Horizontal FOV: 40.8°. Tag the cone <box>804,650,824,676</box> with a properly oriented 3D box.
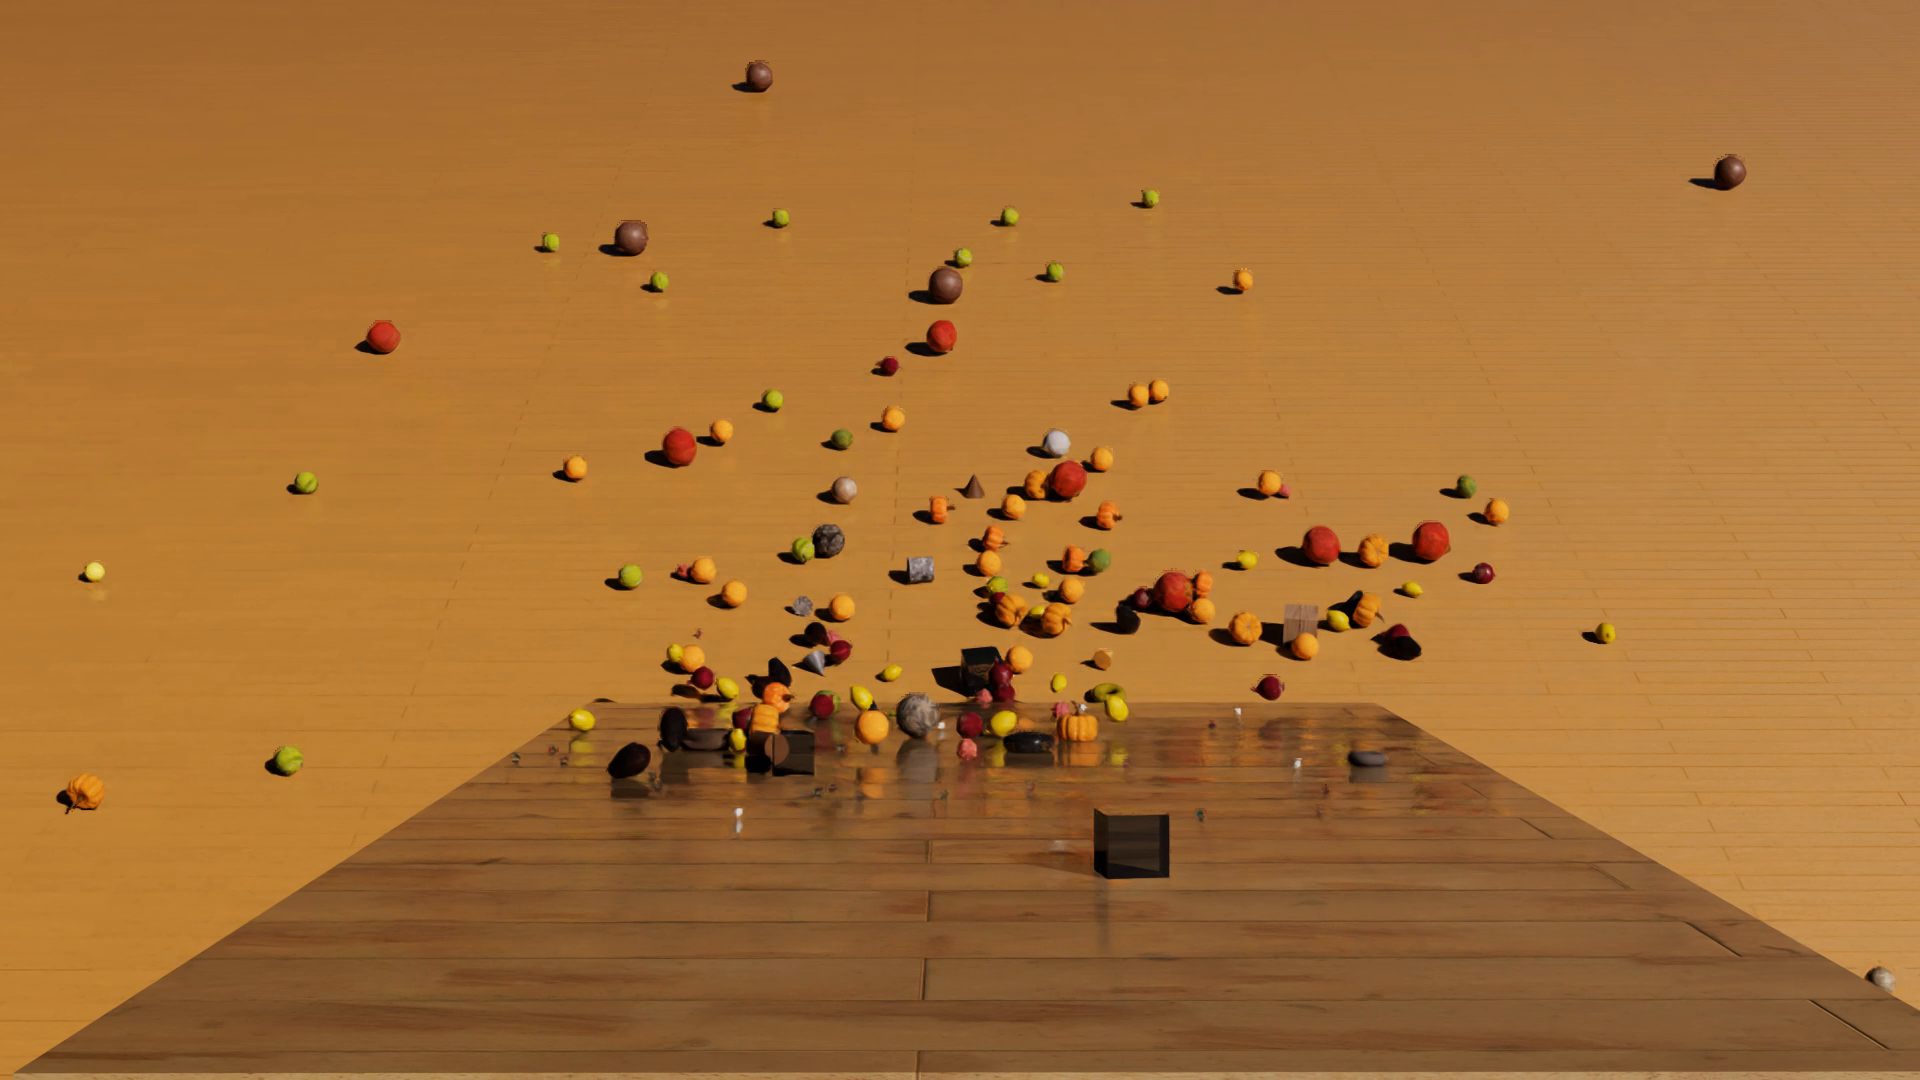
[{"bbox_3d":[-0.378,0.340,6.895,0.064,0.064,0.064,-12,55,-24],"label":"cone"}]

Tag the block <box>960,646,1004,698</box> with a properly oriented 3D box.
[{"bbox_3d":[0.057,0.347,6.803,0.094,0.094,0.094,-5,26,-10],"label":"block"}]

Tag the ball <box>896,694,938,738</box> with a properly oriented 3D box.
[{"bbox_3d":[-0.096,0.390,5.730,0.095,0.095,0.095,0,25,0],"label":"ball"}]

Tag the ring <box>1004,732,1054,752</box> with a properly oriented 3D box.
[{"bbox_3d":[0.145,0.428,5.464,0.109,0.036,0.109,-1,2,0],"label":"ring"}]

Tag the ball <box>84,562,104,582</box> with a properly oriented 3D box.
[{"bbox_3d":[-2.481,0.092,7.390,0.055,0.055,0.055,0,25,0],"label":"ball"}]

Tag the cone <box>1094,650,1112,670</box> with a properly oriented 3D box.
[{"bbox_3d":[0.395,0.313,6.916,0.054,0.054,0.054,15,25,29],"label":"cone"}]

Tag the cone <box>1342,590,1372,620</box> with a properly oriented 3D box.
[{"bbox_3d":[1.121,0.196,7.191,0.081,0.081,0.081,-25,62,-42],"label":"cone"}]

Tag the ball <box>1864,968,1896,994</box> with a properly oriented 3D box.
[{"bbox_3d":[1.982,0.954,5.555,0.065,0.065,0.065,0,25,0],"label":"ball"}]

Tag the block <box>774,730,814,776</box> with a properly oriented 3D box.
[{"bbox_3d":[-0.326,0.418,5.059,0.078,0.078,0.078,0,2,-3],"label":"block"}]

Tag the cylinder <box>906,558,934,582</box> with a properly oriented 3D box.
[{"bbox_3d":[-0.114,0.086,7.386,0.069,0.069,0.069,-4,26,-8],"label":"cylinder"}]

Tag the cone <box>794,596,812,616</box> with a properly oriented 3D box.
[{"bbox_3d":[-0.431,0.187,7.223,0.057,0.057,0.057,8,0,16],"label":"cone"}]

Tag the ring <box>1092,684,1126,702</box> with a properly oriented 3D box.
[{"bbox_3d":[0.390,0.405,6.756,0.093,0.031,0.093,1,26,0],"label":"ring"}]

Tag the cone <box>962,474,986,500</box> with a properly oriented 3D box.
[{"bbox_3d":[0.042,-0.173,7.931,0.072,0.072,0.072,0,25,0],"label":"cone"}]

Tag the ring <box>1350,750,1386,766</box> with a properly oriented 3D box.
[{"bbox_3d":[0.822,0.440,5.197,0.075,0.025,0.075,1,2,0],"label":"ring"}]

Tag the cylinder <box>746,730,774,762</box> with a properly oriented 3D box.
[{"bbox_3d":[-0.392,0.421,5.249,0.062,0.062,0.062,-22,16,-39],"label":"cylinder"}]

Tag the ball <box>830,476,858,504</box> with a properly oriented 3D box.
[{"bbox_3d":[-0.354,-0.153,7.879,0.081,0.081,0.081,0,25,0],"label":"ball"}]

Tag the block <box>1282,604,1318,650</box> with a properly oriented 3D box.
[{"bbox_3d":[0.930,0.237,7.041,0.090,0.090,0.090,4,26,7],"label":"block"}]

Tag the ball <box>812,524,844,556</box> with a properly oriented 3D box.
[{"bbox_3d":[-0.384,0.000,7.538,0.095,0.095,0.095,0,25,0],"label":"ball"}]

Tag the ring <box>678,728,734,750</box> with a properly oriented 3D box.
[{"bbox_3d":[-0.542,0.425,5.502,0.120,0.040,0.120,0,0,0],"label":"ring"}]

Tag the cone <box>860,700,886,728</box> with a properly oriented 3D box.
[{"bbox_3d":[-0.200,0.401,5.966,0.061,0.061,0.061,0,2,0],"label":"cone"}]

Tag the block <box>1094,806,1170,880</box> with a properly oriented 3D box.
[{"bbox_3d":[0.253,0.447,3.809,0.092,0.092,0.092,0,2,-10],"label":"block"}]

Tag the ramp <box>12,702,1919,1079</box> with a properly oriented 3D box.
[{"bbox_3d":[0.058,0.521,4.560,2.000,0.100,4.000,0,2,0],"label":"ramp"}]

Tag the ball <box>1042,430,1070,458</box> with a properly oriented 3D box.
[{"bbox_3d":[0.306,-0.305,8.193,0.087,0.087,0.087,0,25,0],"label":"ball"}]
